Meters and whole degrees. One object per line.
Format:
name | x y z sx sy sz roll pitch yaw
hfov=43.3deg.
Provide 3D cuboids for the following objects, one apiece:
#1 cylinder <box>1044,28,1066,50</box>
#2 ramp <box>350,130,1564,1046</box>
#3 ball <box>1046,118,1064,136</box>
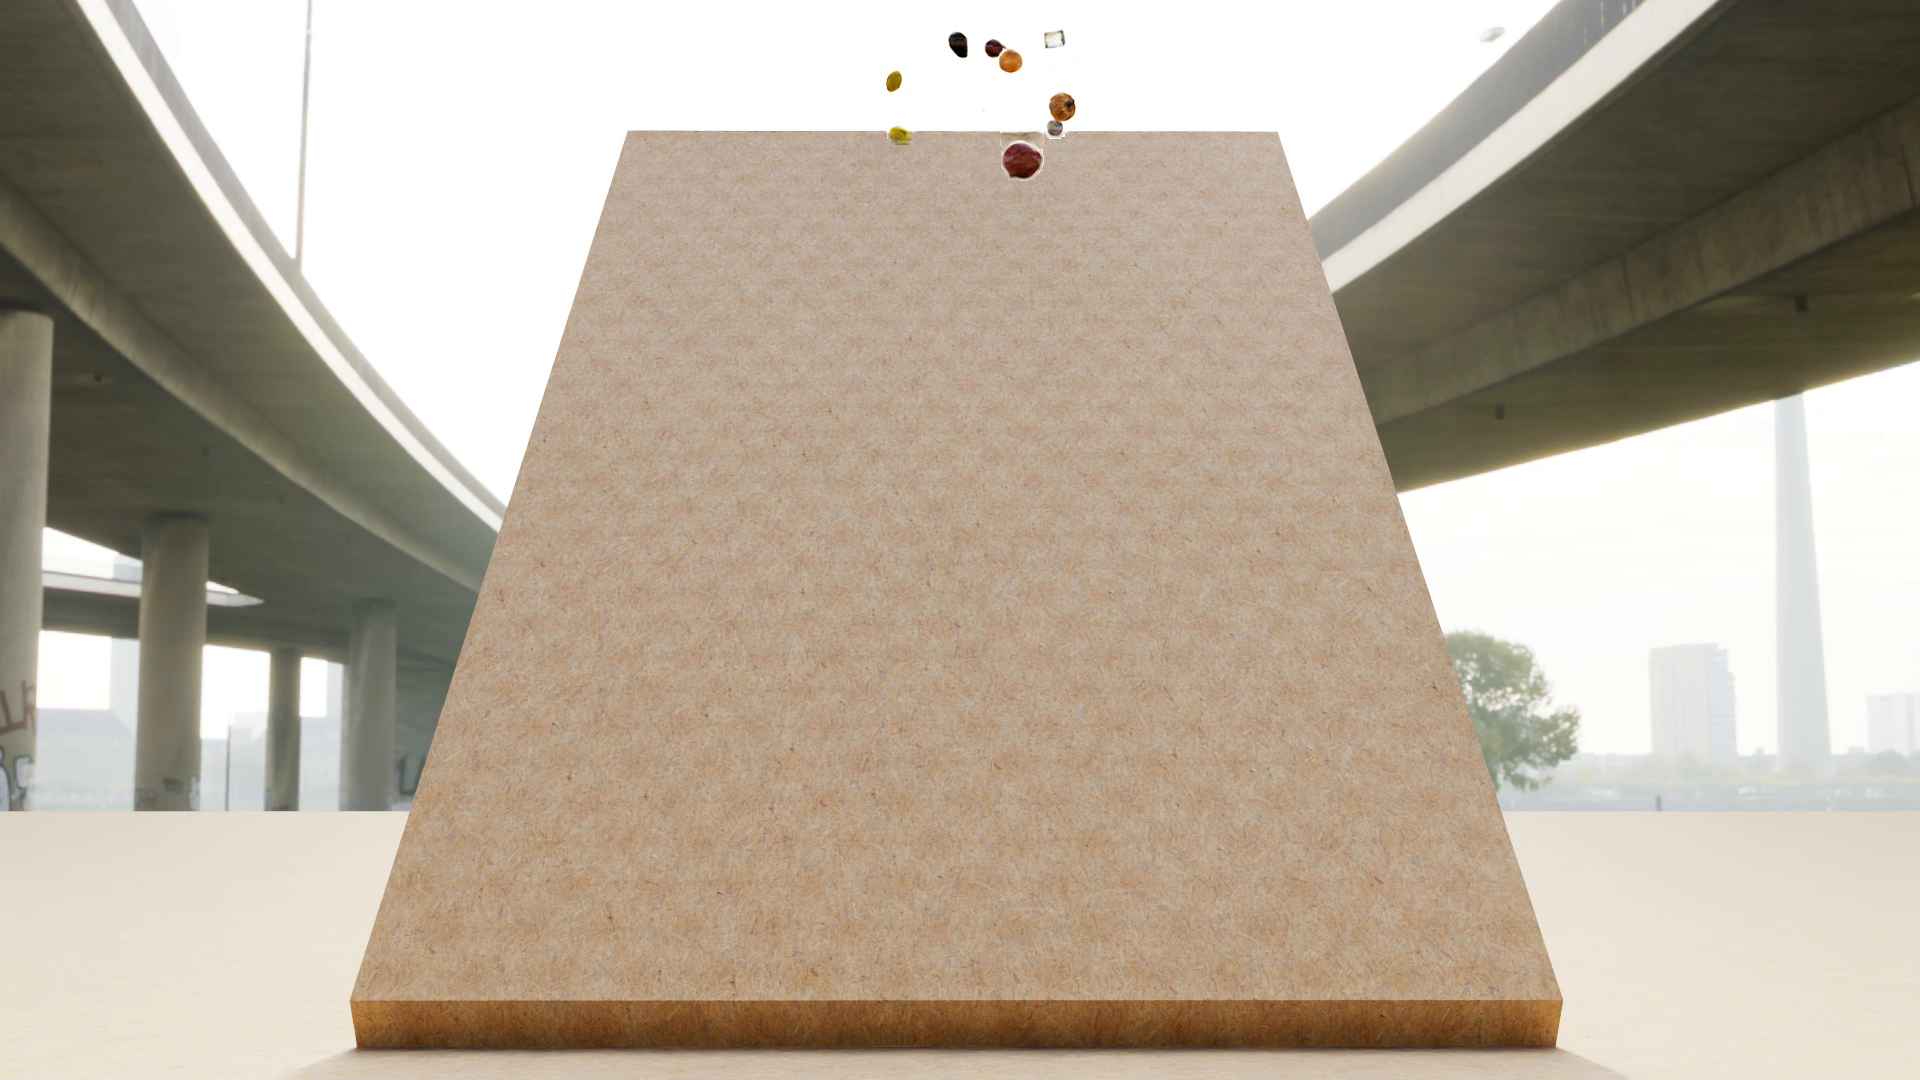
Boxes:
cylinder | 0.276 -1.463 7.069 0.052 0.052 0.052 -6 -8 23
ramp | -0.013 -0.207 5.739 2.000 0.100 4.000 0 30 0
ball | 0.284 -1.233 7.230 0.056 0.056 0.056 0 -6 0
